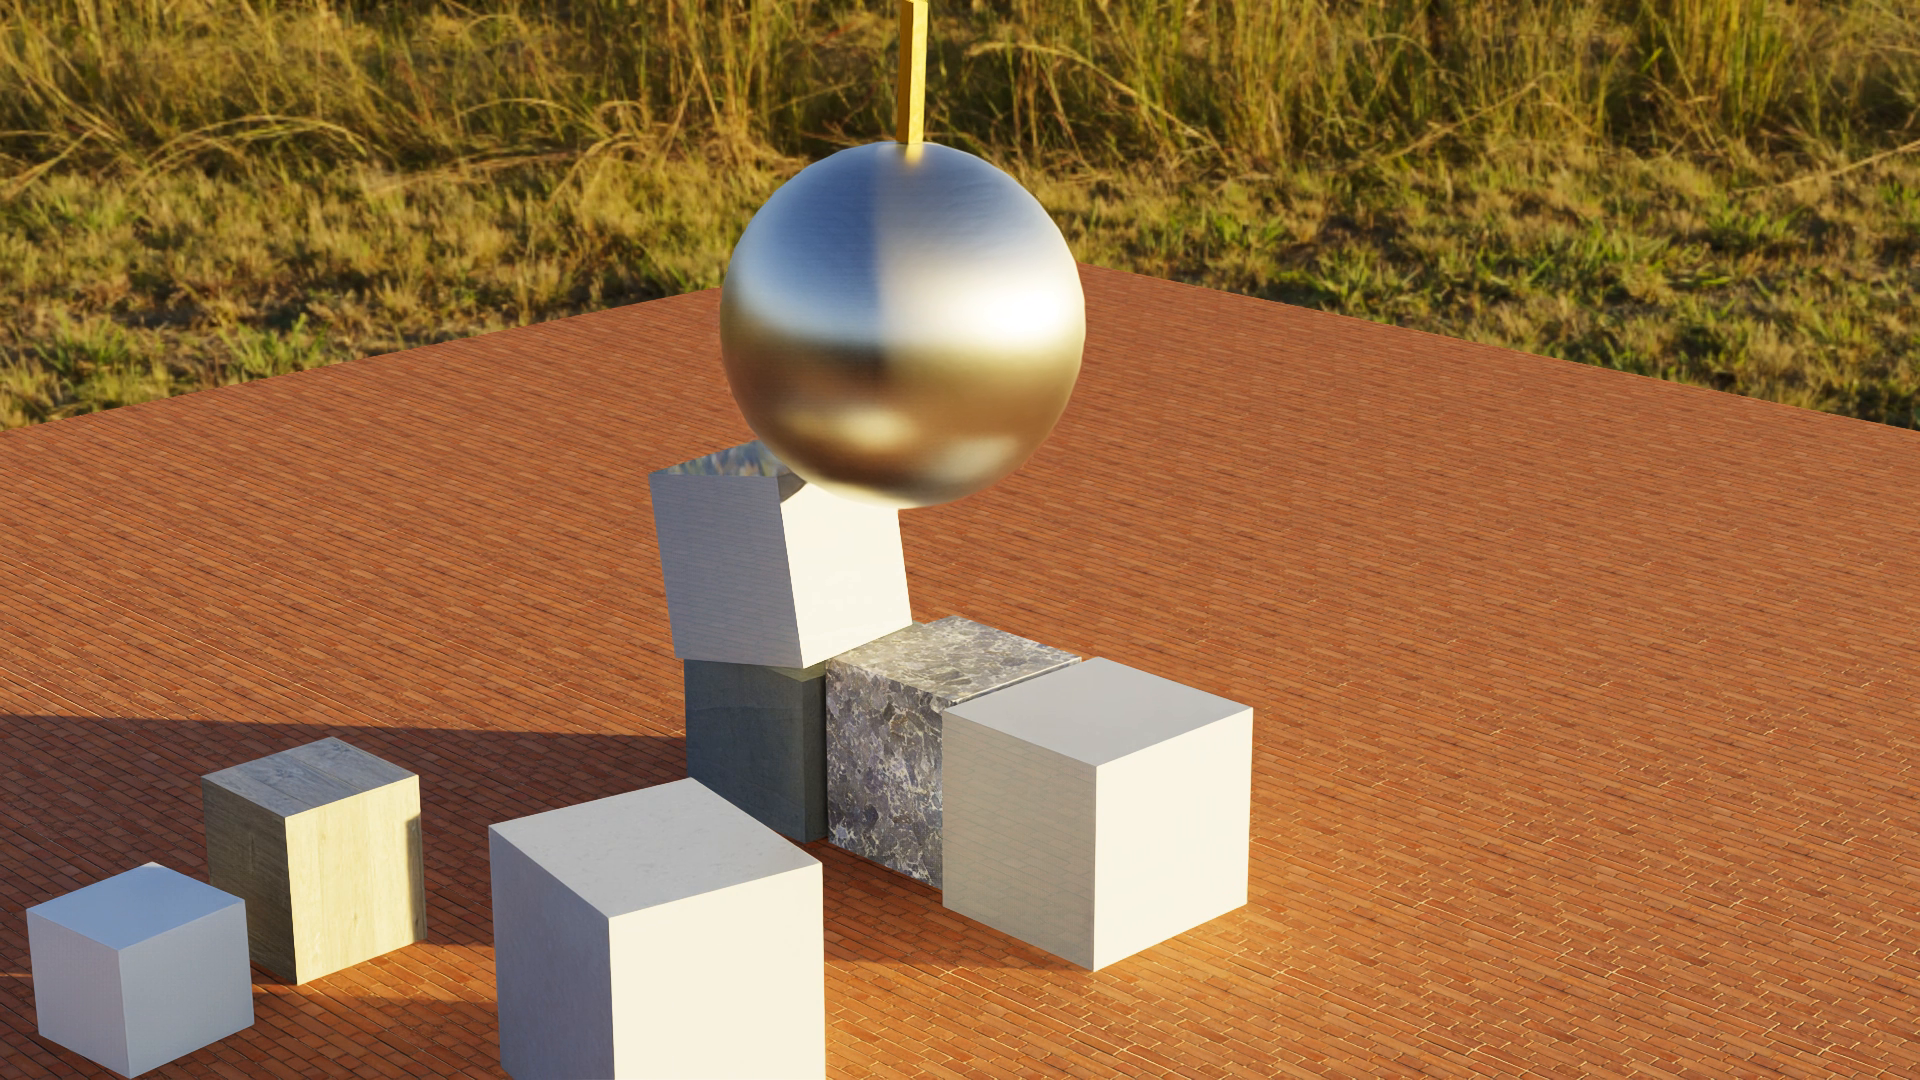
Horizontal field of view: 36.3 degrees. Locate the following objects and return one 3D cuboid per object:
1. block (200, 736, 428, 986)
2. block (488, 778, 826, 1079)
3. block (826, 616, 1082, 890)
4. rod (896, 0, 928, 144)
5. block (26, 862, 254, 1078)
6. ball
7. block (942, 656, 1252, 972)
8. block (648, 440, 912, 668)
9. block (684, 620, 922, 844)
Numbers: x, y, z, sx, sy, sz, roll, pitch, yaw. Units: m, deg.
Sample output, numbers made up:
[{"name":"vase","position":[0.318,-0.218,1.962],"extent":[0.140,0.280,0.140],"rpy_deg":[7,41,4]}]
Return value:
[{"name":"block","position":[-2.791,1.375,12.694],"extent":[0.650,0.765,0.664],"rpy_deg":[17,24,42]},{"name":"block","position":[-1.173,1.655,11.342],"extent":[0.893,1.040,1.022],"rpy_deg":[-11,21,-32]},{"name":"block","position":[-0.031,0.981,13.669],"extent":[0.830,0.932,0.838],"rpy_deg":[-16,24,-42]},{"name":"rod","position":[-0.109,-4.217,11.902],"extent":[0.080,5.200,0.080],"rpy_deg":[17,21,42]},{"name":"block","position":[-3.321,1.734,11.898],"extent":[0.610,0.556,0.609],"rpy_deg":[14,22,37]},{"name":"ball","position":[-0.251,-0.937,12.784],"extent":[1.600,1.600,1.600],"rpy_deg":[0,17,0]},{"name":"block","position":[0.604,1.188,13.000],"extent":[0.998,0.938,0.929],"rpy_deg":[-16,24,-42]},{"name":"block","position":[-0.842,0.046,13.808],"extent":[0.816,0.893,0.782],"rpy_deg":[2,15,39]},{"name":"block","position":[-0.683,0.847,14.298],"extent":[0.967,0.811,0.884],"rpy_deg":[-16,23,-41]}]
